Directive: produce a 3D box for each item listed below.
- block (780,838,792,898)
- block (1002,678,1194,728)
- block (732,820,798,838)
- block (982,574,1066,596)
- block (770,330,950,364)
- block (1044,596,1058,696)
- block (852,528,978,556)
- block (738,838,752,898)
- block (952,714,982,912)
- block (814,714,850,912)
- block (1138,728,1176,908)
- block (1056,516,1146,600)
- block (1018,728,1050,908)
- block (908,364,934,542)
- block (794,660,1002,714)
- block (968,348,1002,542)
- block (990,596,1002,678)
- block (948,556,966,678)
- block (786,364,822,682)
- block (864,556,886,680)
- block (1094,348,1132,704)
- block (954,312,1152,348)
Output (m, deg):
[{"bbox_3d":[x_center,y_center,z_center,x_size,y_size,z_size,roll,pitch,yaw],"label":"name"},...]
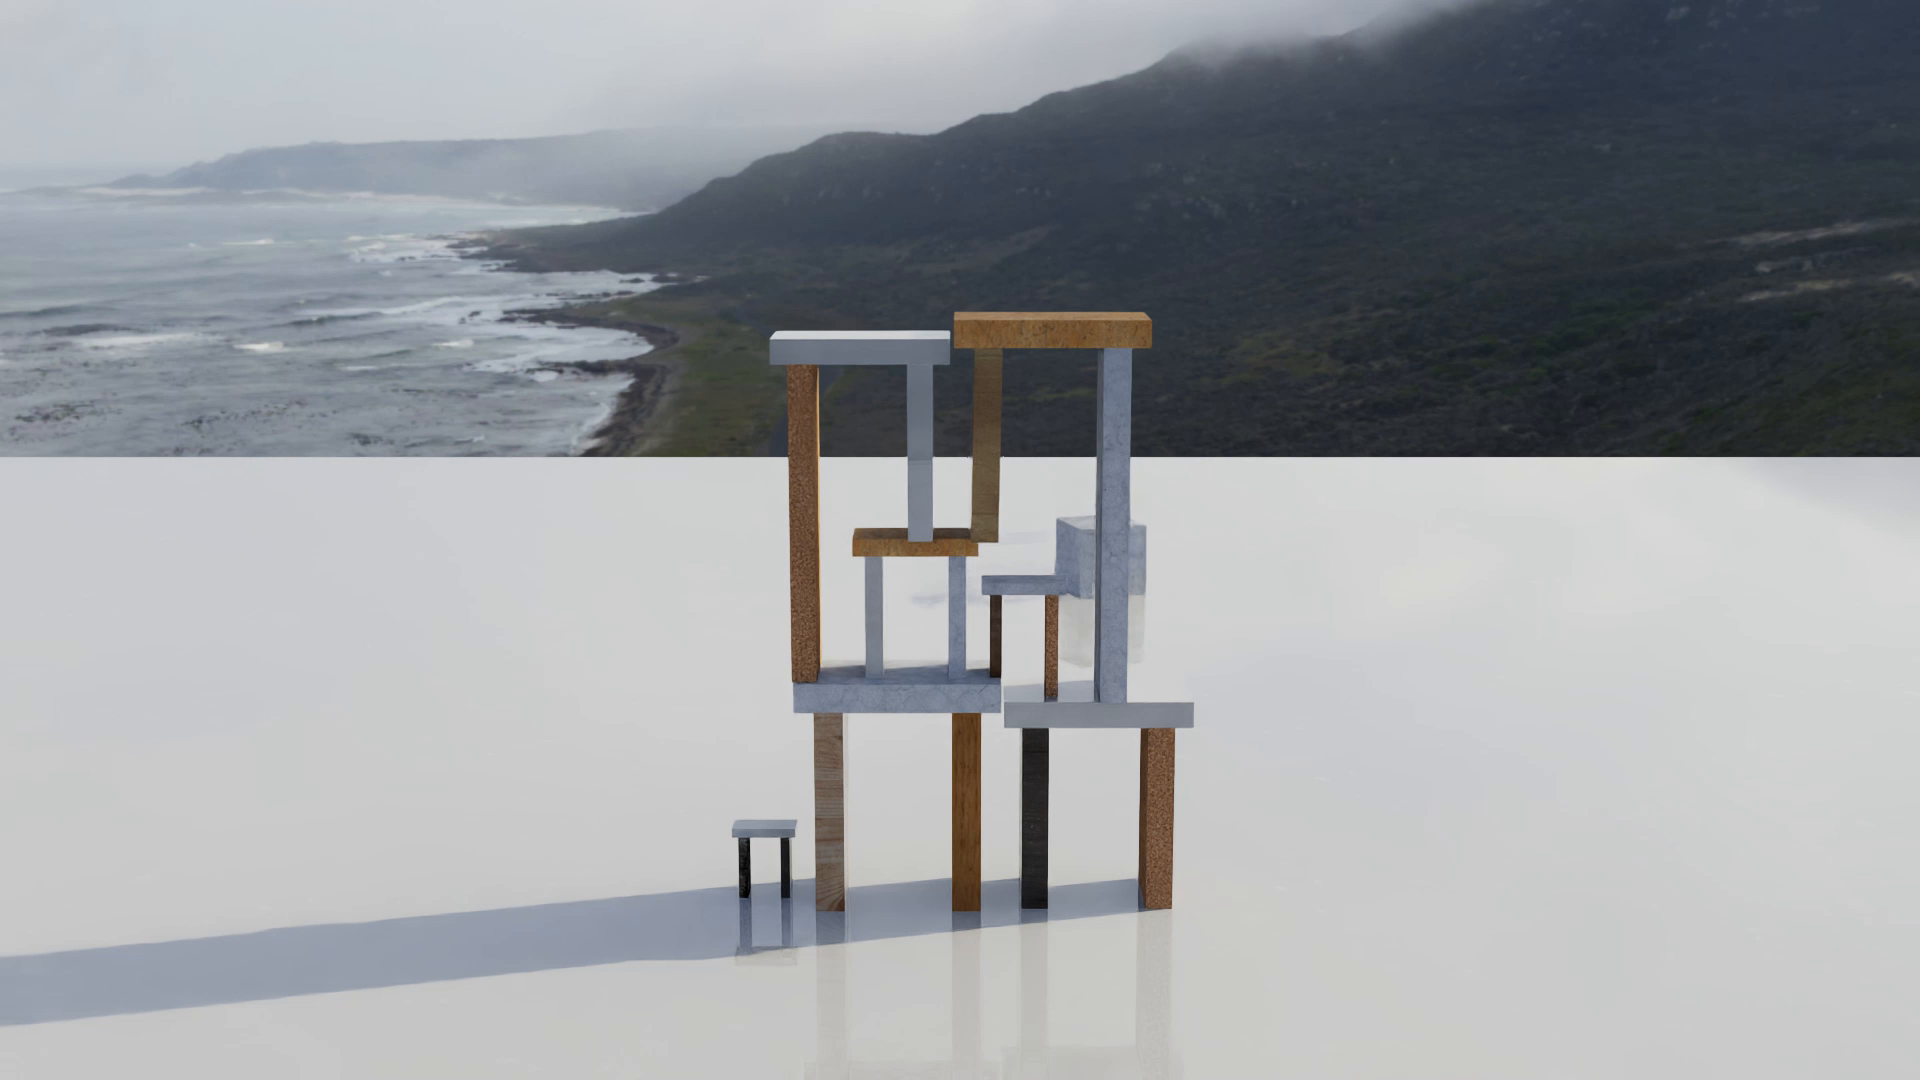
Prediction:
[{"bbox_3d":[-0.289,0.538,3.664,0.015,0.104,0.052,0,11,0],"label":"block"},{"bbox_3d":[0.224,0.268,3.613,0.305,0.043,0.153,0,11,0],"label":"block"},{"bbox_3d":[-0.324,0.479,3.653,0.104,0.015,0.052,0,11,0],"label":"block"},{"bbox_3d":[0.103,0.073,3.569,0.137,0.019,0.068,0,11,0],"label":"block"},{"bbox_3d":[-0.157,-0.307,3.502,0.282,0.040,0.141,0,11,0],"label":"block"},{"bbox_3d":[0.149,0.165,3.586,0.019,0.169,0.068,0,11,0],"label":"block"},{"bbox_3d":[-0.072,0.003,3.564,0.202,0.029,0.101,0,11,0],"label":"block"},{"bbox_3d":[-0.359,0.538,3.664,0.015,0.104,0.052,0,11,0],"label":"block"},{"bbox_3d":[0.011,0.426,3.638,0.047,0.333,0.167,0,11,0],"label":"block"},{"bbox_3d":[-0.211,0.426,3.638,0.047,0.333,0.167,0,11,0],"label":"block"},{"bbox_3d":[0.325,0.439,3.645,0.043,0.305,0.153,0,11,0],"label":"block"},{"bbox_3d":[0.388,0.044,6.077,0.194,0.194,0.194,-3,11,-17],"label":"block"},{"bbox_3d":[0.122,0.439,3.645,0.043,0.305,0.153,0,11,0],"label":"block"},{"bbox_3d":[-0.063,-0.149,3.532,0.040,0.282,0.141,0,10,0],"label":"block"},{"bbox_3d":[-0.100,0.240,3.603,0.333,0.047,0.167,0,11,0],"label":"block"},{"bbox_3d":[0.041,-0.161,3.529,0.044,0.308,0.154,1,11,-1],"label":"block"},{"bbox_3d":[0.058,0.150,3.583,0.019,0.137,0.068,0,11,0],"label":"block"},{"bbox_3d":[-0.004,0.116,3.586,0.029,0.202,0.101,0,11,0],"label":"block"},{"bbox_3d":[-0.250,-0.035,3.552,0.040,0.512,0.141,0,11,0],"label":"block"},{"bbox_3d":[-0.138,0.117,3.584,0.029,0.202,0.101,0,11,0],"label":"block"},{"bbox_3d":[0.246,-0.032,3.552,0.044,0.570,0.154,0,11,0],"label":"block"},{"bbox_3d":[0.145,-0.334,3.497,0.308,0.044,0.154,0,11,0],"label":"block"}]
